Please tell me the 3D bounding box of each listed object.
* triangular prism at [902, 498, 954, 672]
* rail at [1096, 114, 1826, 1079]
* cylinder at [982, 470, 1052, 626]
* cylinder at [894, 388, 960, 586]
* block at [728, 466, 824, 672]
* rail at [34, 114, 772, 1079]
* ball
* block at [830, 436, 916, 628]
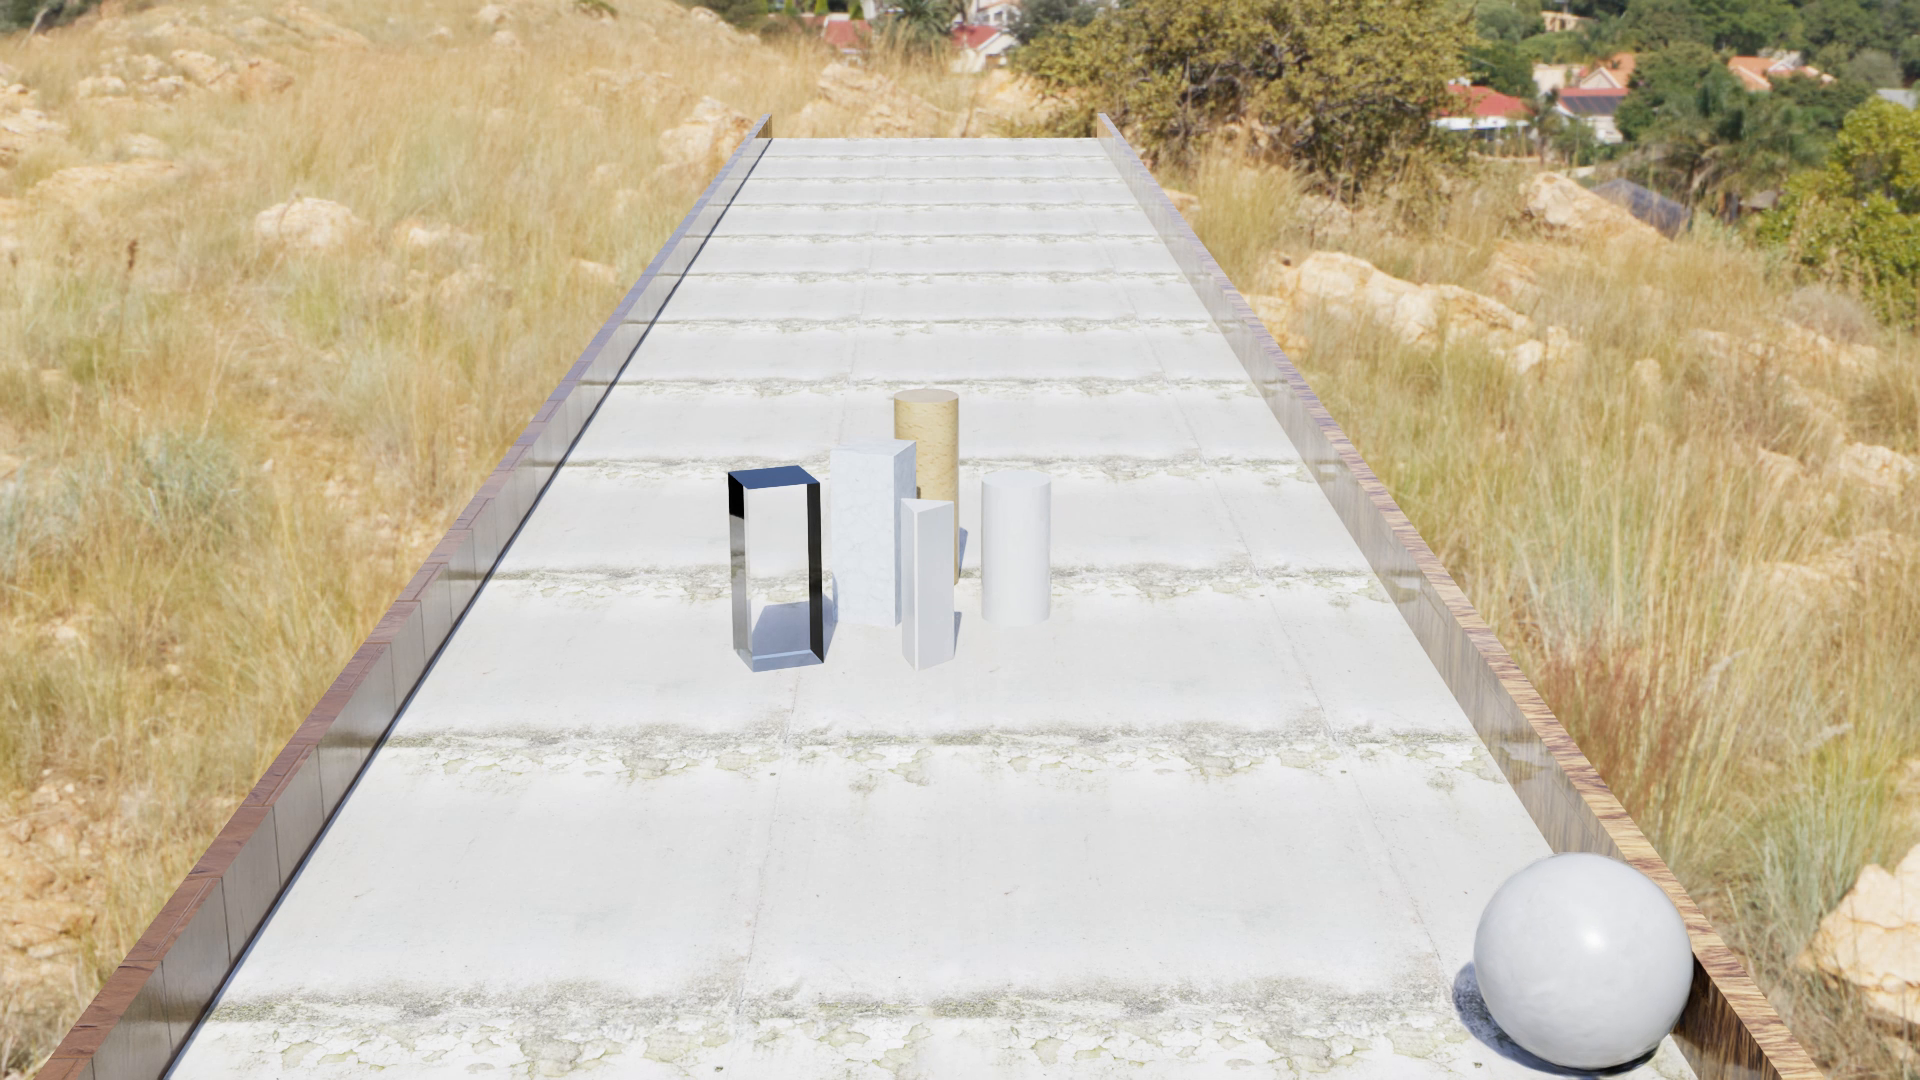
[{"bbox_3d":[-0.082,0.083,4.373,0.092,0.327,0.106,15,22,42],"label":"triangular prism"},{"bbox_3d":[0.932,-0.844,7.801,0.050,0.150,12.000,0,17,-1],"label":"rail"},{"bbox_3d":[0.118,0.016,4.647,0.147,0.300,0.147,0,17,0],"label":"cylinder"},{"bbox_3d":[-0.074,-0.112,4.860,0.144,0.424,0.144,0,17,0],"label":"cylinder"},{"bbox_3d":[-0.367,0.056,4.382,0.146,0.375,0.146,-6,18,-20],"label":"block"},{"bbox_3d":[-1.118,-0.838,7.780,0.050,0.150,12.000,0,17,-1],"label":"rail"},{"bbox_3d":[0.816,0.551,2.885,0.278,0.278,0.278,0,17,0],"label":"ball"},{"bbox_3d":[-0.181,-0.019,4.640,0.140,0.370,0.140,5,17,18],"label":"block"}]
